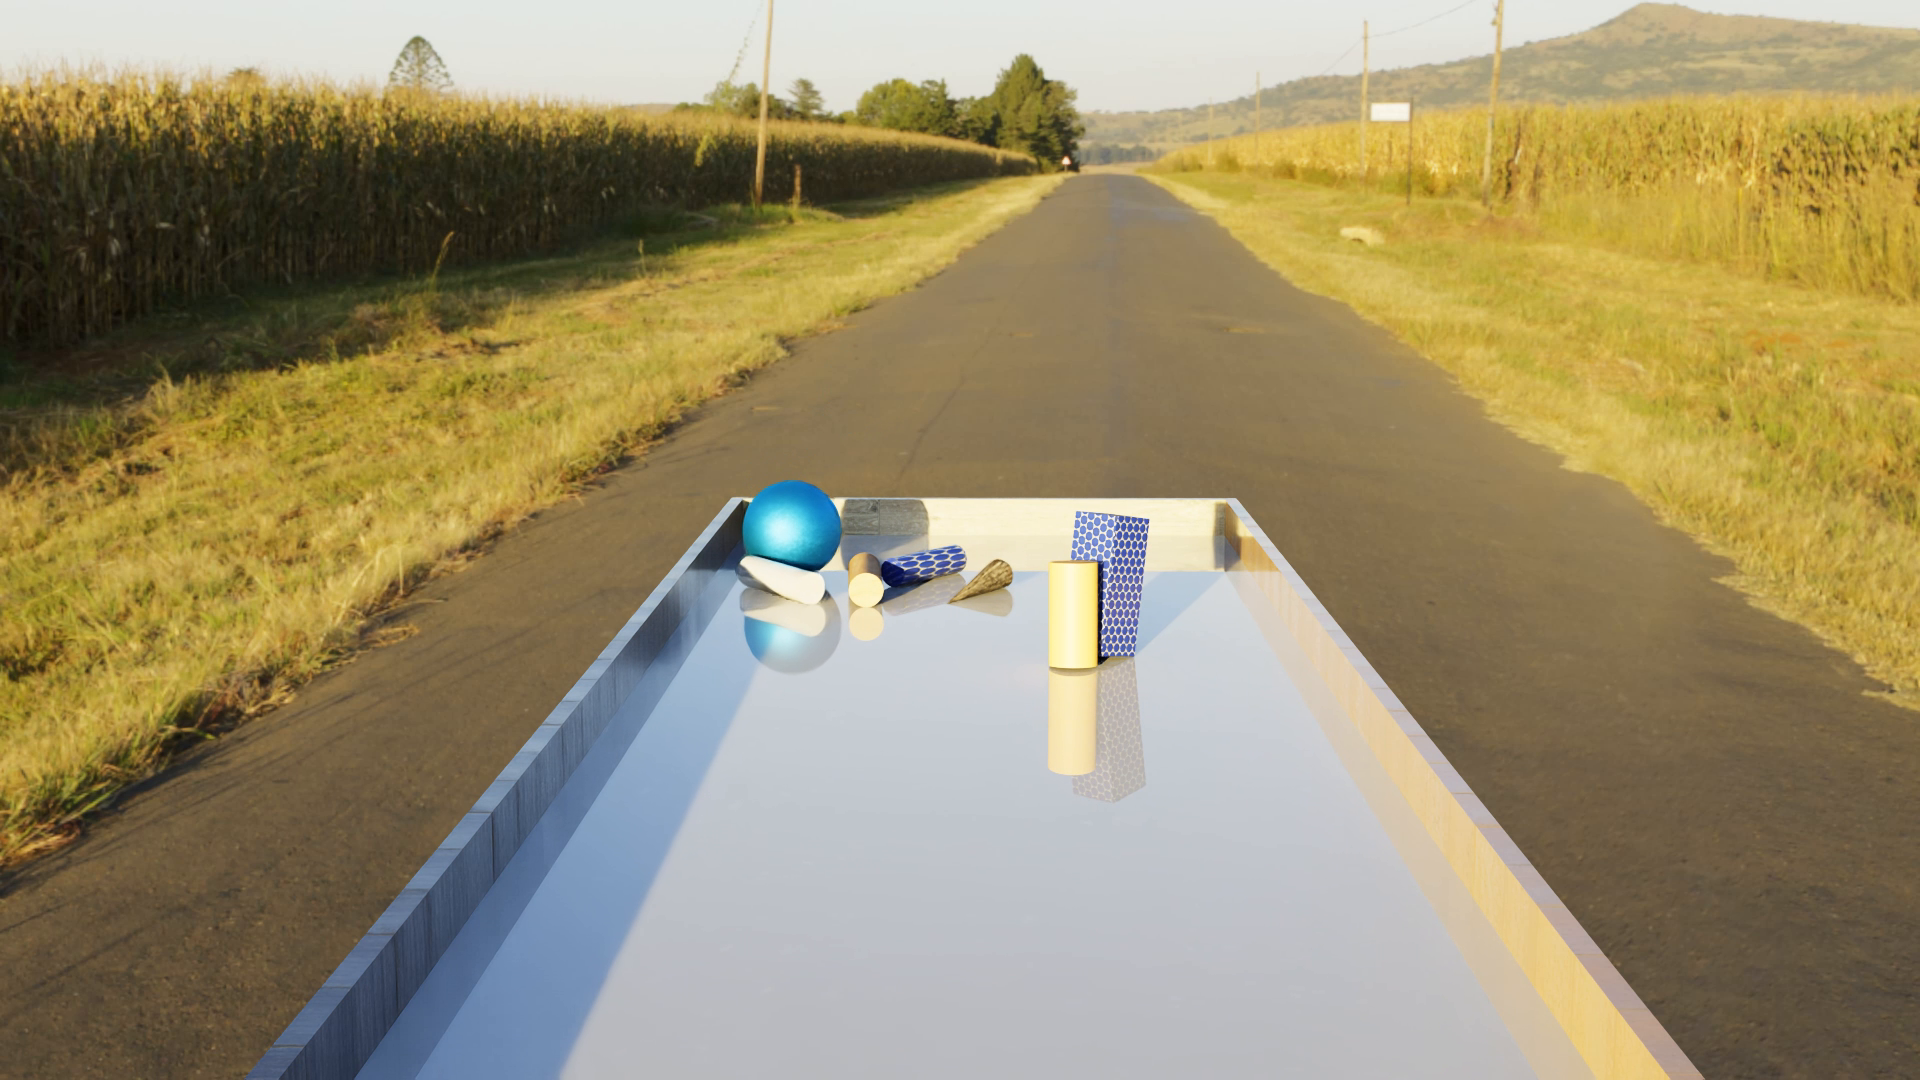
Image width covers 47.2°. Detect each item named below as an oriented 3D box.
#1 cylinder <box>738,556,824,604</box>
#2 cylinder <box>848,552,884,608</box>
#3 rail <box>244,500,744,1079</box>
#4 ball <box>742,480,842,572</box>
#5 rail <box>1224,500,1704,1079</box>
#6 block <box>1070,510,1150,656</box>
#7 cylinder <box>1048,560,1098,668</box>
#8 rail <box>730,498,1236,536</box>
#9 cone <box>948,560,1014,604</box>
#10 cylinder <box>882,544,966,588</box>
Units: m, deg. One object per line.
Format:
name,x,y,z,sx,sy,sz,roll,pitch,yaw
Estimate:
cylinder,-0.635,0.139,7.771,0.113,0.113,0.434,-6,11,-33
cylinder,-0.335,0.138,7.759,0.119,0.119,0.433,0,9,-3
rail,-1.004,0.839,3.234,0.050,0.150,12.000,0,9,1
ball,-0.617,-0.039,8.094,0.363,0.363,0.363,0,9,0
rail,1.046,0.843,3.208,0.050,0.150,12.000,0,9,1
block,0.445,0.134,6.737,0.162,0.426,0.162,8,3,43
cylinder,0.340,0.221,6.591,0.147,0.310,0.147,0,4,0
rail,0.099,-0.098,9.147,2.100,0.150,0.050,0,9,1
cone,0.049,0.171,7.764,0.106,0.106,0.373,5,19,31
cylinder,-0.130,0.093,8.081,0.107,0.107,0.384,7,11,36
